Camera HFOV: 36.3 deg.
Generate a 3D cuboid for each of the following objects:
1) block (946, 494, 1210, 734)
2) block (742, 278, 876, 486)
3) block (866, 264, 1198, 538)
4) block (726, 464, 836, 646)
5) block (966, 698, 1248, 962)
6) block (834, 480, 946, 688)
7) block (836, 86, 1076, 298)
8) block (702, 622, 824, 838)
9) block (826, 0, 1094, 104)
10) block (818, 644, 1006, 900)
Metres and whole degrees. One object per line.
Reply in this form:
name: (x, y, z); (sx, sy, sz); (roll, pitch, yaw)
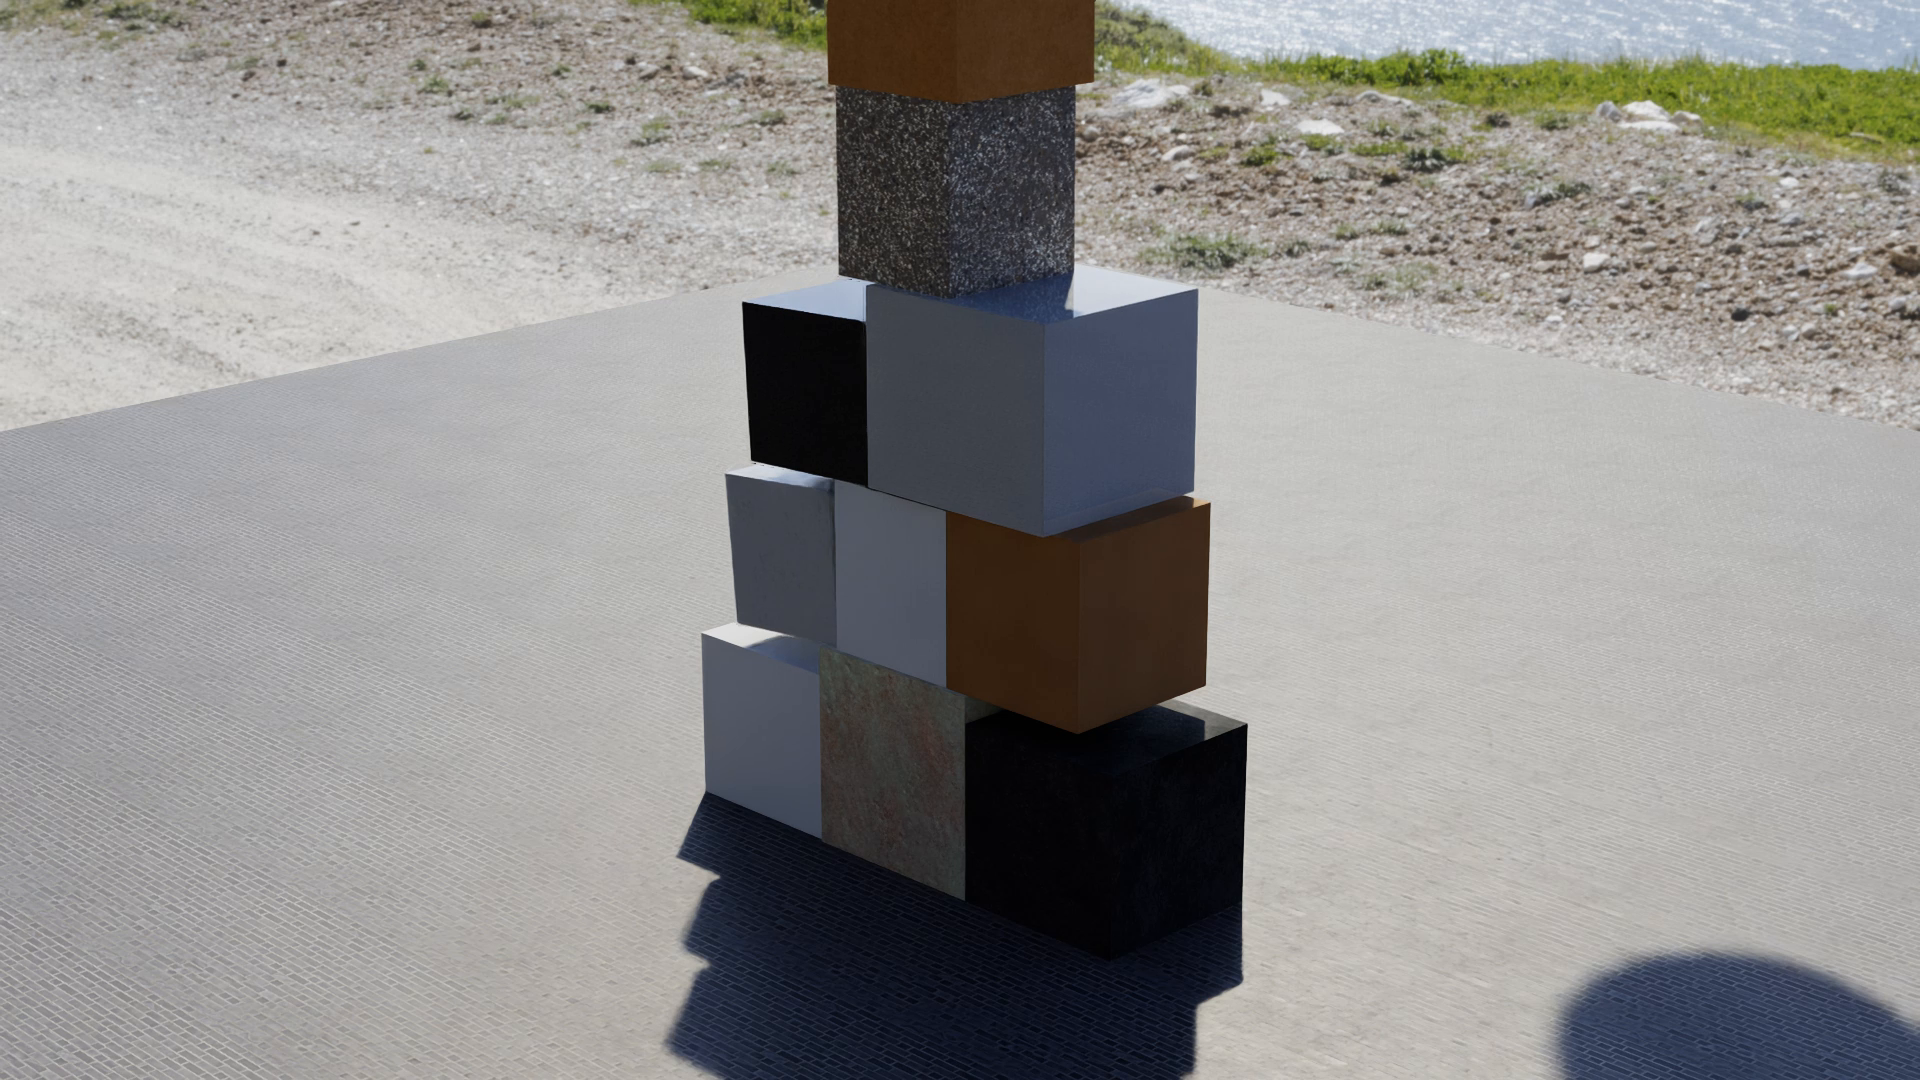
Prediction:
block: (0.518, 0.247, 12.887); (0.839, 0.851, 0.789); (-17, 24, -42)
block: (-0.405, -0.746, 13.511); (0.799, 0.751, 0.845); (-17, 21, -42)
block: (0.311, -0.660, 12.829); (0.967, 0.914, 1.069); (-17, 24, -42)
block: (-0.569, 0.009, 13.923); (0.749, 0.738, 0.717); (-17, 19, -42)
block: (0.647, 1.217, 13.050); (0.883, 0.854, 0.875); (-17, 24, -42)
block: (-0.025, 0.103, 13.401); (0.818, 0.819, 0.713); (-17, 24, -42)
block: (-0.017, -1.578, 12.838); (0.778, 0.836, 0.694); (-17, 24, -42)
block: (-0.641, 0.838, 14.300); (0.870, 0.825, 0.856); (-17, 24, -42)
block: (0.004, -2.354, 12.621); (0.840, 0.775, 0.793); (-17, 24, -42)
block: (-0.005, 0.963, 13.654); (0.878, 0.975, 0.950); (-17, 24, -42)
